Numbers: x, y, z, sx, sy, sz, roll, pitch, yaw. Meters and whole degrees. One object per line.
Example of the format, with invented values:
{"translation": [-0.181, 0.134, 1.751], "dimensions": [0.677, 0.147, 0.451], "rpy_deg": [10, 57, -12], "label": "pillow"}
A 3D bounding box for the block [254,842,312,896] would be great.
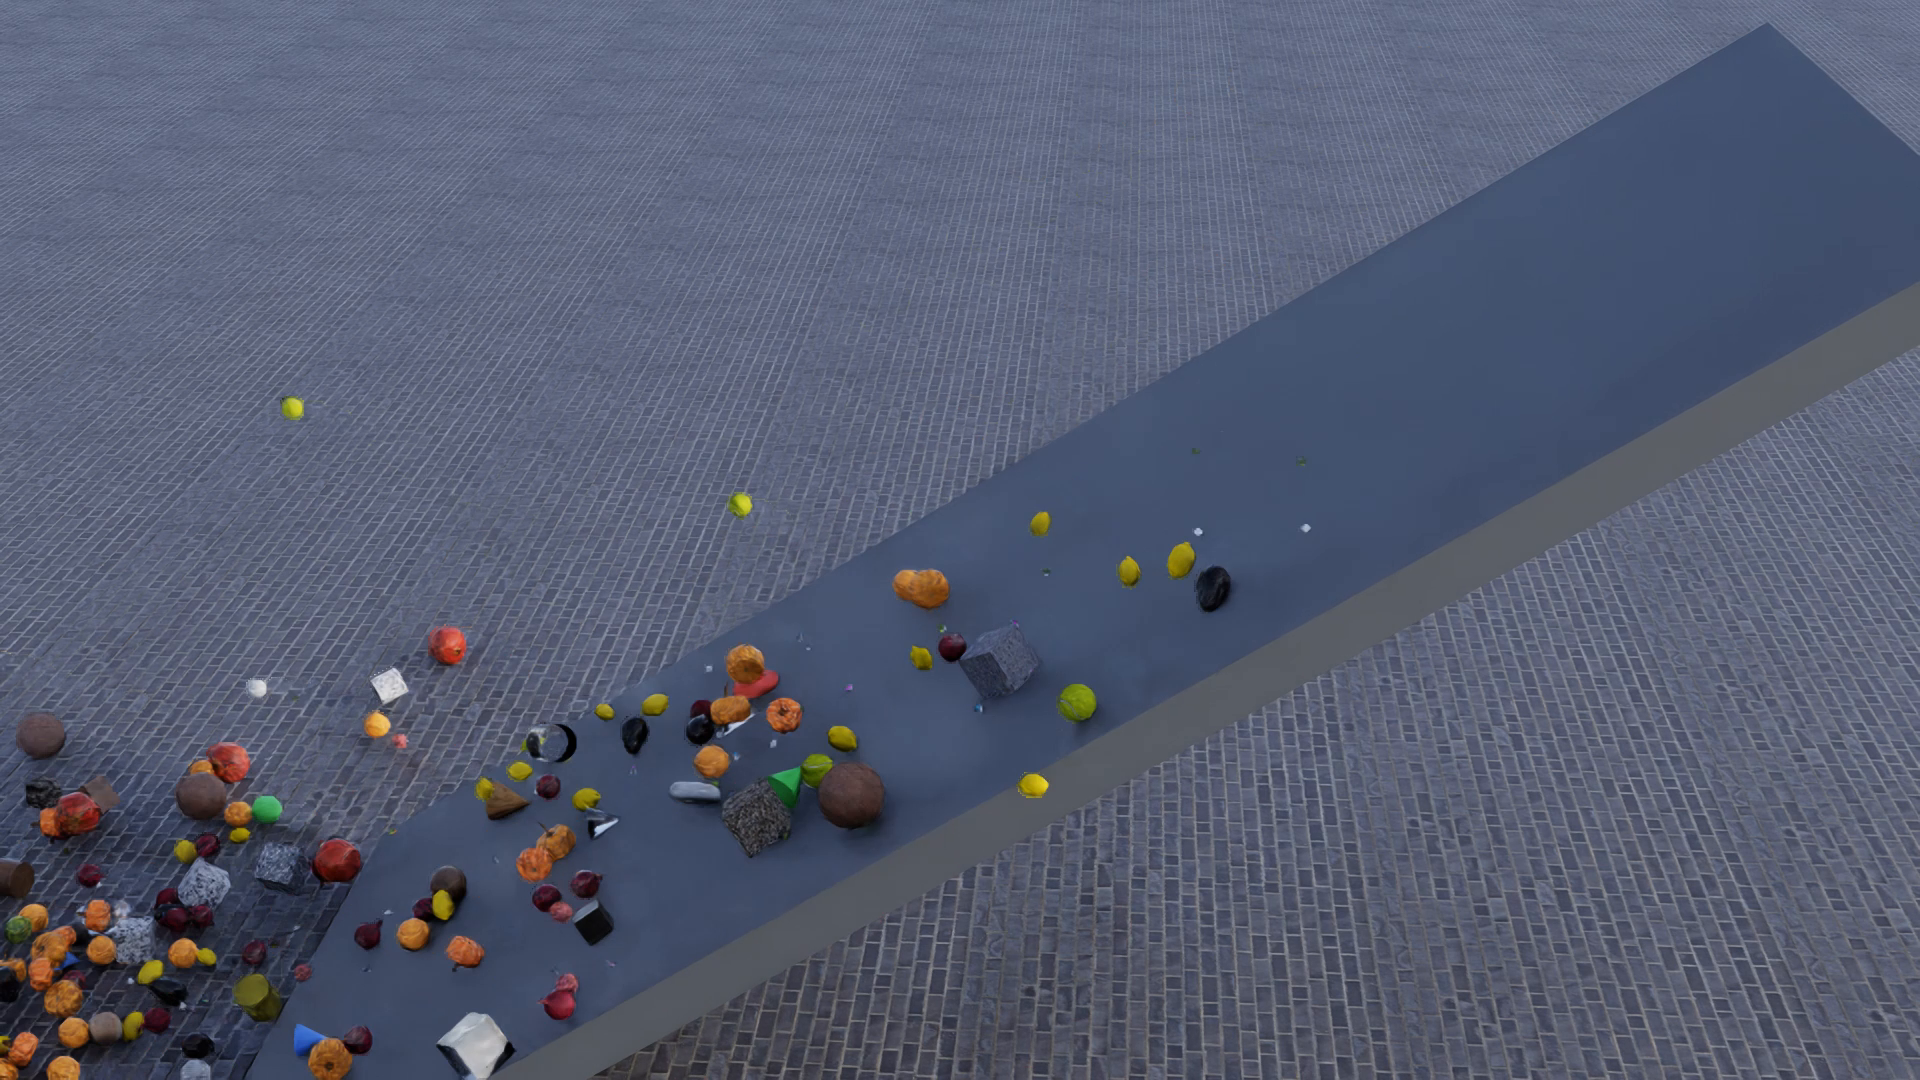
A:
{"translation": [-1.720, 0.836, 7.474], "dimensions": [0.096, 0.096, 0.096], "rpy_deg": [10, -23, 11], "label": "block"}

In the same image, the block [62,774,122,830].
{"translation": [-2.337, 0.703, 7.914], "dimensions": [0.091, 0.091, 0.091], "rpy_deg": [-33, 4, 23], "label": "block"}

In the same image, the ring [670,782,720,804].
{"translation": [-0.562, 0.538, 6.242], "dimensions": [0.110, 0.037, 0.110], "rpy_deg": [5, -14, 1], "label": "ring"}

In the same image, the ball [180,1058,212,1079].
{"translation": [-1.722, 1.204, 6.627], "dimensions": [0.068, 0.068, 0.068], "rpy_deg": [0, 20, 0], "label": "ball"}

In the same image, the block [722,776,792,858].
{"translation": [-0.405, 0.551, 5.854], "dimensions": [0.099, 0.099, 0.099], "rpy_deg": [-32, 15, 6], "label": "block"}

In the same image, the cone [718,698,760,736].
{"translation": [-0.497, 0.394, 6.653], "dimensions": [0.089, 0.089, 0.089], "rpy_deg": [-9, 21, -10], "label": "cone"}

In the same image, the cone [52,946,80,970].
{"translation": [-2.173, 1.025, 7.183], "dimensions": [0.060, 0.060, 0.060], "rpy_deg": [19, 1, 43], "label": "cone"}

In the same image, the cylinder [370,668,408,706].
{"translation": [-1.688, 0.433, 8.699], "dimensions": [0.083, 0.083, 0.083], "rpy_deg": [-28, 28, -16], "label": "cylinder"}

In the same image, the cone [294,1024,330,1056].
{"translation": [-1.403, 1.087, 6.401], "dimensions": [0.071, 0.071, 0.071], "rpy_deg": [-5, 19, 11], "label": "cone"}

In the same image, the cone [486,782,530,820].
{"translation": [-1.081, 0.635, 7.119], "dimensions": [0.097, 0.097, 0.097], "rpy_deg": [2, 20, 20], "label": "cone"}

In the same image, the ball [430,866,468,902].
{"translation": [-1.174, 0.790, 6.747], "dimensions": [0.085, 0.085, 0.085], "rpy_deg": [0, 20, 0], "label": "ball"}

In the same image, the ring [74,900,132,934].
{"translation": [-2.148, 0.944, 7.374], "dimensions": [0.144, 0.048, 0.144], "rpy_deg": [-1, 19, 0], "label": "ring"}

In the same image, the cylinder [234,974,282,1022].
{"translation": [-1.605, 1.047, 6.725], "dimensions": [0.081, 0.081, 0.081], "rpy_deg": [-5, 53, 7], "label": "cylinder"}

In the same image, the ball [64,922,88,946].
{"translation": [-2.185, 0.974, 7.273], "dimensions": [0.059, 0.059, 0.059], "rpy_deg": [0, 20, 0], "label": "ball"}

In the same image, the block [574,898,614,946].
{"translation": [-0.740, 0.772, 5.944], "dimensions": [0.059, 0.059, 0.059], "rpy_deg": [-34, 15, 0], "label": "block"}

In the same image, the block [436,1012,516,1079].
{"translation": [-0.929, 0.974, 5.642], "dimensions": [0.092, 0.092, 0.092], "rpy_deg": [-42, 17, -28], "label": "block"}

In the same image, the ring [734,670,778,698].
{"translation": [-0.470, 0.332, 6.776], "dimensions": [0.110, 0.037, 0.110], "rpy_deg": [-17, 16, 5], "label": "ring"}

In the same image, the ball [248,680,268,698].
{"translation": [-2.080, 0.442, 8.710], "dimensions": [0.056, 0.056, 0.056], "rpy_deg": [0, 20, 0], "label": "ball"}

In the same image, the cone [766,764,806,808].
{"translation": [-0.338, 0.482, 5.947], "dimensions": [0.085, 0.085, 0.085], "rpy_deg": [16, 49, 36], "label": "cone"}

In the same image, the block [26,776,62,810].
{"translation": [-2.506, 0.692, 8.045], "dimensions": [0.065, 0.065, 0.065], "rpy_deg": [10, 22, 26], "label": "block"}

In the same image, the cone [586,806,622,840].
{"translation": [-0.790, 0.625, 6.555], "dimensions": [0.078, 0.078, 0.078], "rpy_deg": [-8, 21, -8], "label": "cone"}

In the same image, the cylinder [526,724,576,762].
{"translation": [-1.011, 0.502, 7.279], "dimensions": [0.095, 0.095, 0.095], "rpy_deg": [-11, 3, -29], "label": "cylinder"}

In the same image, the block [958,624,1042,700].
{"translation": [0.078, 0.241, 5.814], "dimensions": [0.097, 0.097, 0.097], "rpy_deg": [-18, 22, 46], "label": "block"}

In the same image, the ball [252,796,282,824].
{"translation": [-1.865, 0.725, 7.913], "dimensions": [0.077, 0.077, 0.077], "rpy_deg": [0, 20, 0], "label": "ball"}

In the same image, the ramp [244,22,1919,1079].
{"translation": [0.140, 0.170, 6.293], "dimensions": [4.000, 0.100, 2.000], "rpy_deg": [-30, 15, 13], "label": "ramp"}

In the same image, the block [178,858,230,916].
{"translation": [-1.912, 0.878, 7.443], "dimensions": [0.090, 0.090, 0.090], "rpy_deg": [30, 9, -23], "label": "block"}

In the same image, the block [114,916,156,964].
{"translation": [-2.023, 0.982, 7.218], "dimensions": [0.083, 0.083, 0.083], "rpy_deg": [-3, 20, -7], "label": "block"}

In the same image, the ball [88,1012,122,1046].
{"translation": [-1.975, 1.129, 6.799], "dimensions": [0.077, 0.077, 0.077], "rpy_deg": [0, 20, 0], "label": "ball"}
